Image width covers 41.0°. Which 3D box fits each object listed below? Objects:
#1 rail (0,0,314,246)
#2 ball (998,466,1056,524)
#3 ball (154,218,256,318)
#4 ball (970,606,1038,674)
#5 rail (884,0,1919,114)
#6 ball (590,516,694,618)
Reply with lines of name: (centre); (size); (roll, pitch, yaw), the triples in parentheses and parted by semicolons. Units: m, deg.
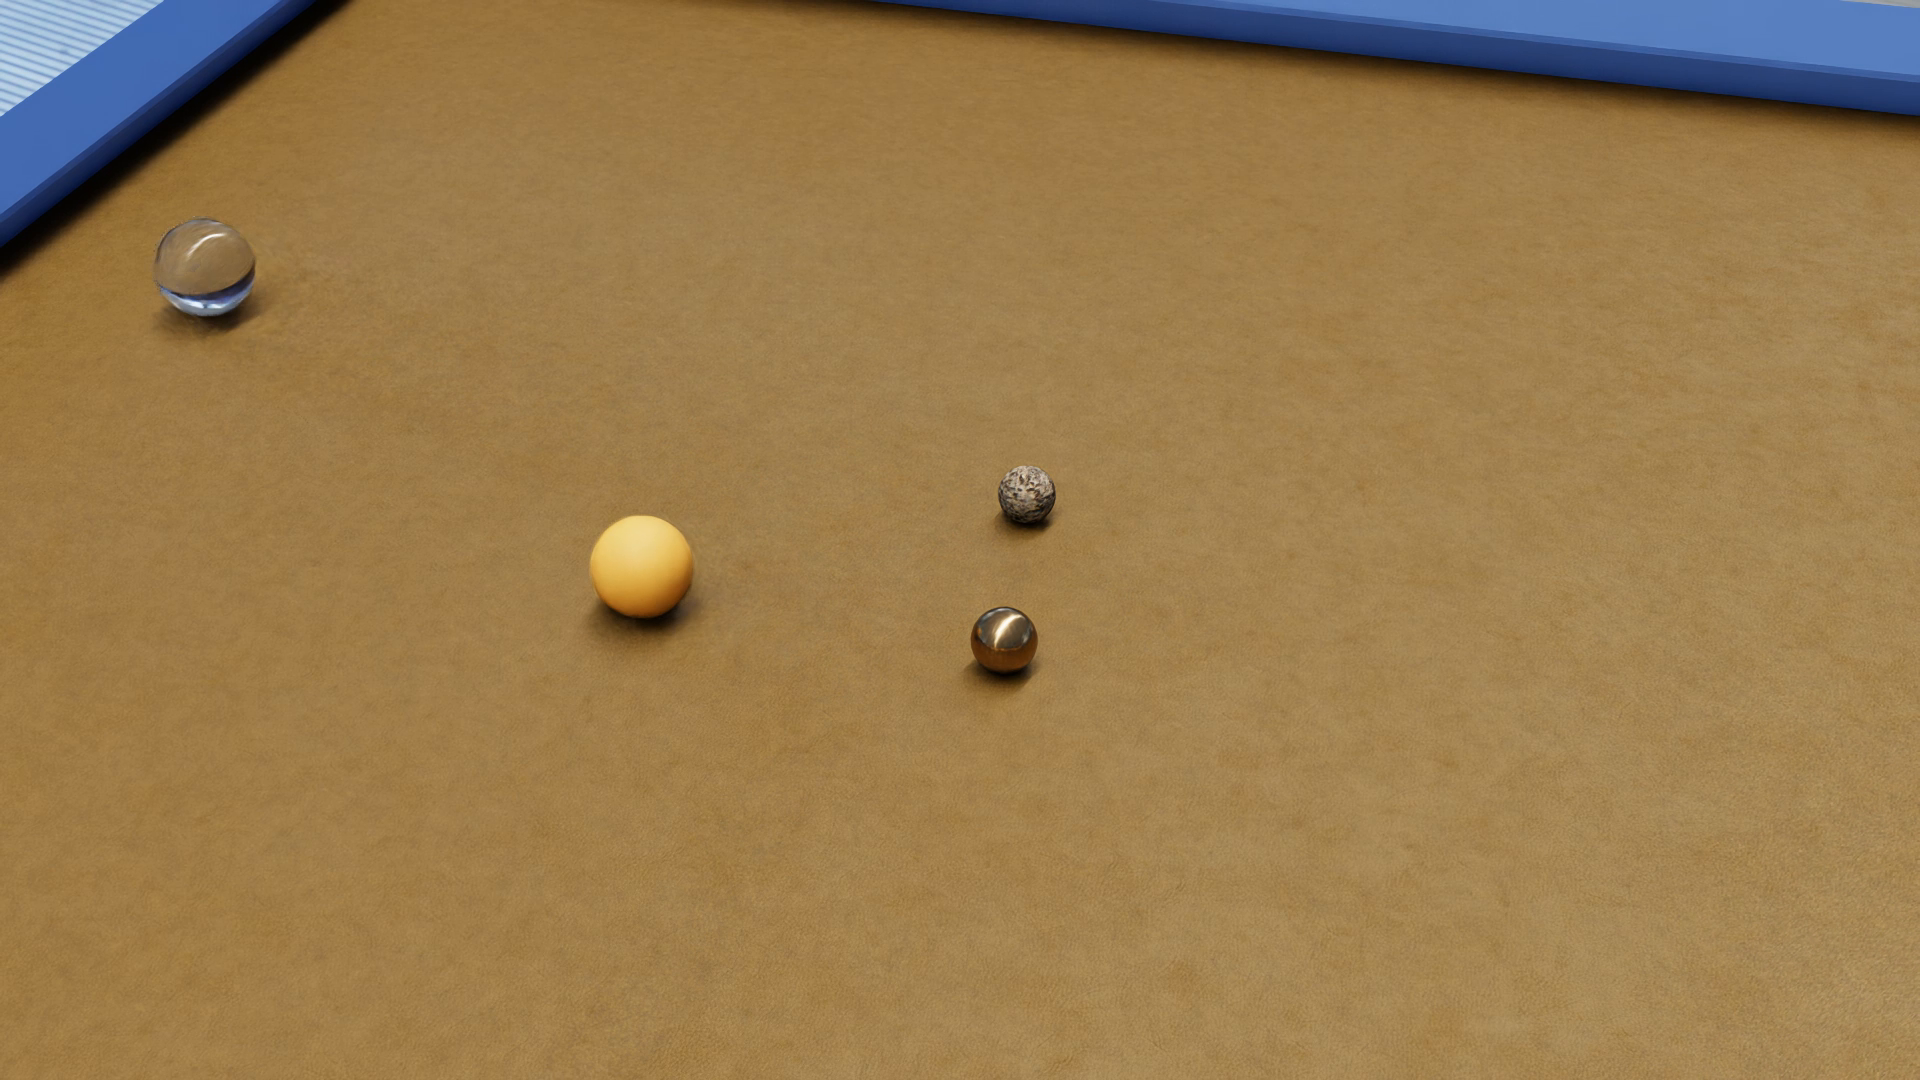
rail: (-0.963, -0.176, 2.175); (0.045, 0.114, 2.162); (9, 35, 13)
ball: (0.053, -0.036, 2.031); (0.046, 0.046, 0.046); (0, 34, 0)
ball: (-0.678, -0.244, 2.303); (0.088, 0.088, 0.088); (0, 34, 0)
ball: (0.032, 0.073, 1.866); (0.049, 0.049, 0.049); (0, 34, 0)
rail: (1.274, -0.435, 2.561); (4.098, 0.114, 0.045); (9, 35, 13)
ball: (-0.238, 0.020, 1.920); (0.077, 0.077, 0.077); (0, 34, 0)
